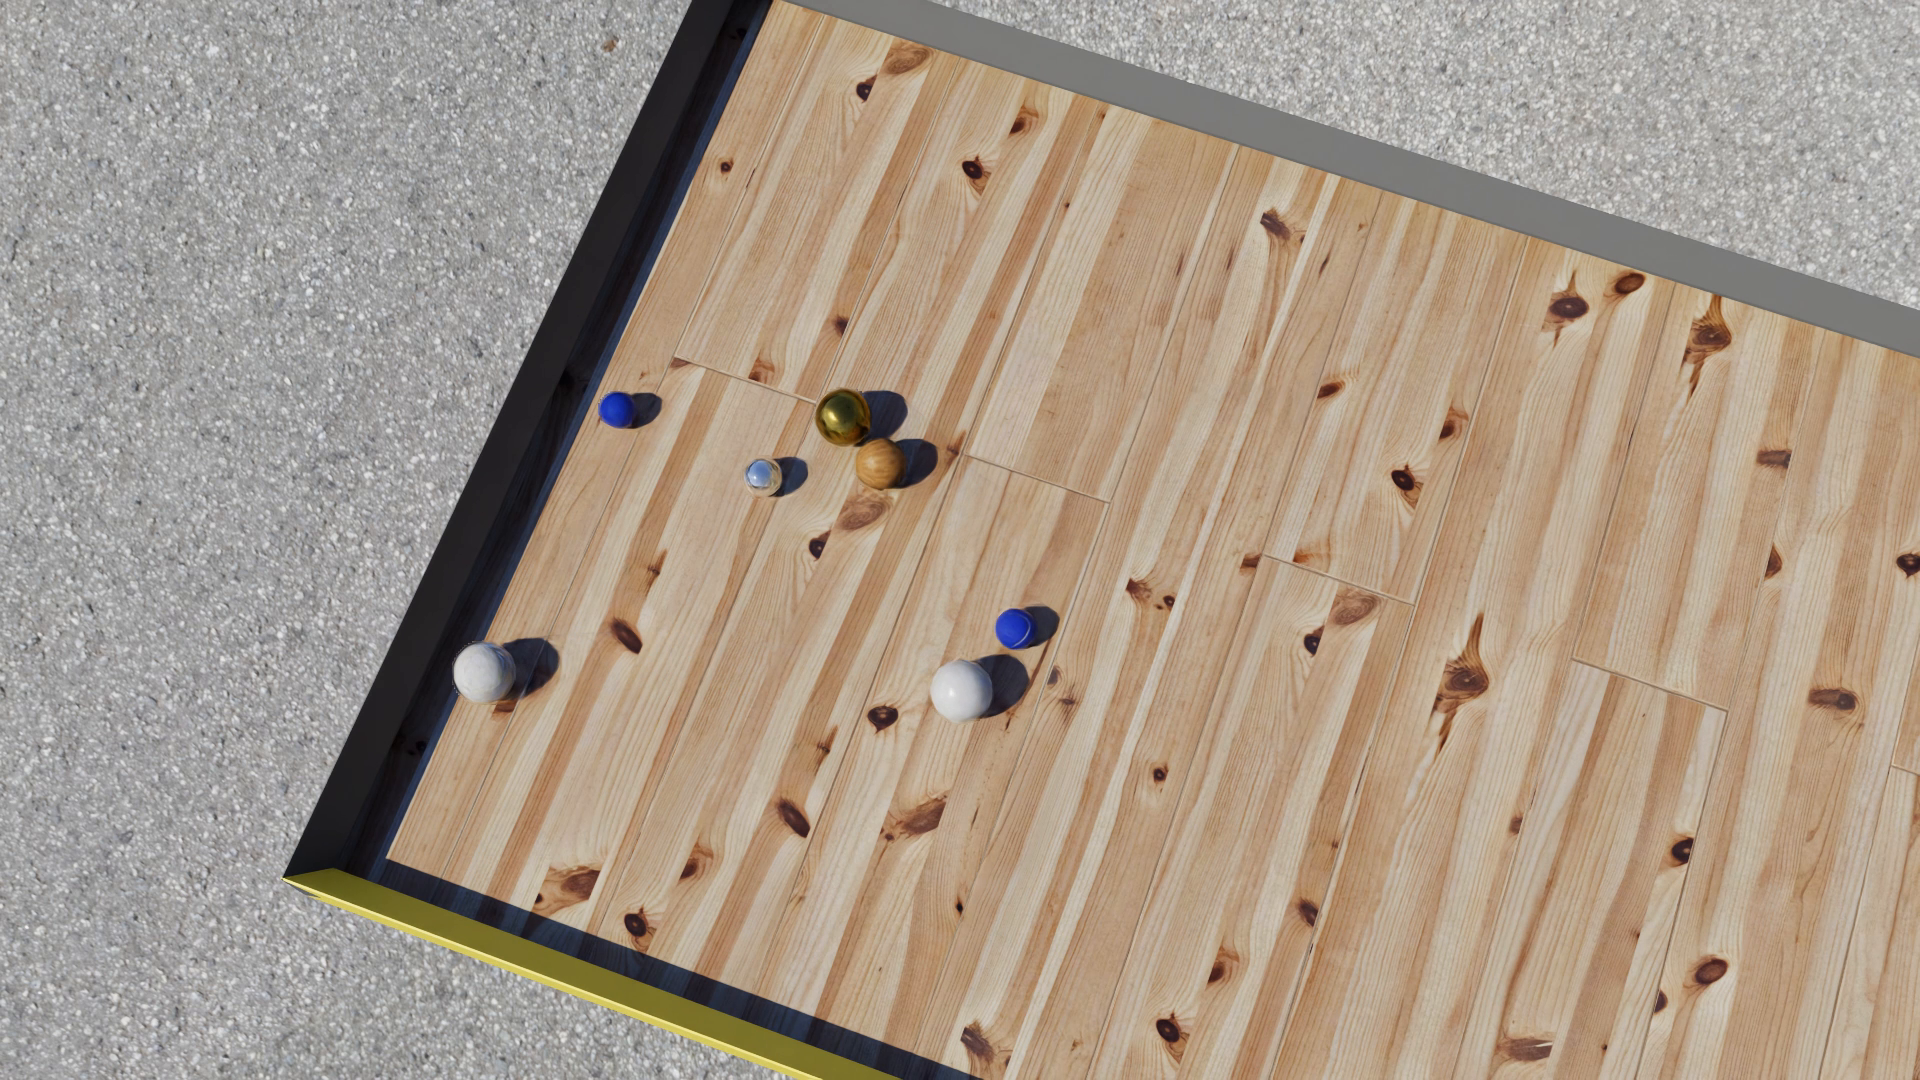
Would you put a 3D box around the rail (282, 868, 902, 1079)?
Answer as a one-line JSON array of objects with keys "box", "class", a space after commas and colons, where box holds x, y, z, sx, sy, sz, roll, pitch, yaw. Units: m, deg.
[{"box": [0.409, 0.958, 3.062, 2.933, 0.123, 0.045, 19, 72, 6], "class": "rail"}]

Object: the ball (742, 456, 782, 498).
[{"box": [-0.311, -0.099, 3.467, 0.064, 0.064, 0.064, 0, 71, 0], "class": "ball"}]

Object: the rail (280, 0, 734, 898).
[{"box": [-0.667, -0.236, 3.483, 0.045, 0.123, 1.695, 19, 72, 6], "class": "rail"}]

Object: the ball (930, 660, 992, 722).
[{"box": [0.002, 0.229, 3.335, 0.095, 0.095, 0.095, 0, 71, 0], "class": "ball"}]

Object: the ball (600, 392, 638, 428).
[{"box": [-0.544, -0.207, 3.508, 0.059, 0.059, 0.059, 0, 71, 0], "class": "ball"}]

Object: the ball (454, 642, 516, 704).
[{"box": [-0.723, 0.201, 3.346, 0.094, 0.094, 0.094, 0, 71, 0], "class": "ball"}]

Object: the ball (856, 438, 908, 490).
[{"box": [-0.124, -0.120, 3.465, 0.082, 0.082, 0.082, 0, 71, 0], "class": "ball"}]

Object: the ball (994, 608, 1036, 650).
[{"box": [0.085, 0.137, 3.384, 0.064, 0.064, 0.064, 0, 71, 0], "class": "ball"}]

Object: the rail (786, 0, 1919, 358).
[{"box": [0.970, -0.504, 3.578, 2.933, 0.123, 0.045, 19, 72, 6], "class": "rail"}]

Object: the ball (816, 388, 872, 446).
[{"box": [-0.184, -0.194, 3.486, 0.091, 0.091, 0.091, 0, 71, 0], "class": "ball"}]
